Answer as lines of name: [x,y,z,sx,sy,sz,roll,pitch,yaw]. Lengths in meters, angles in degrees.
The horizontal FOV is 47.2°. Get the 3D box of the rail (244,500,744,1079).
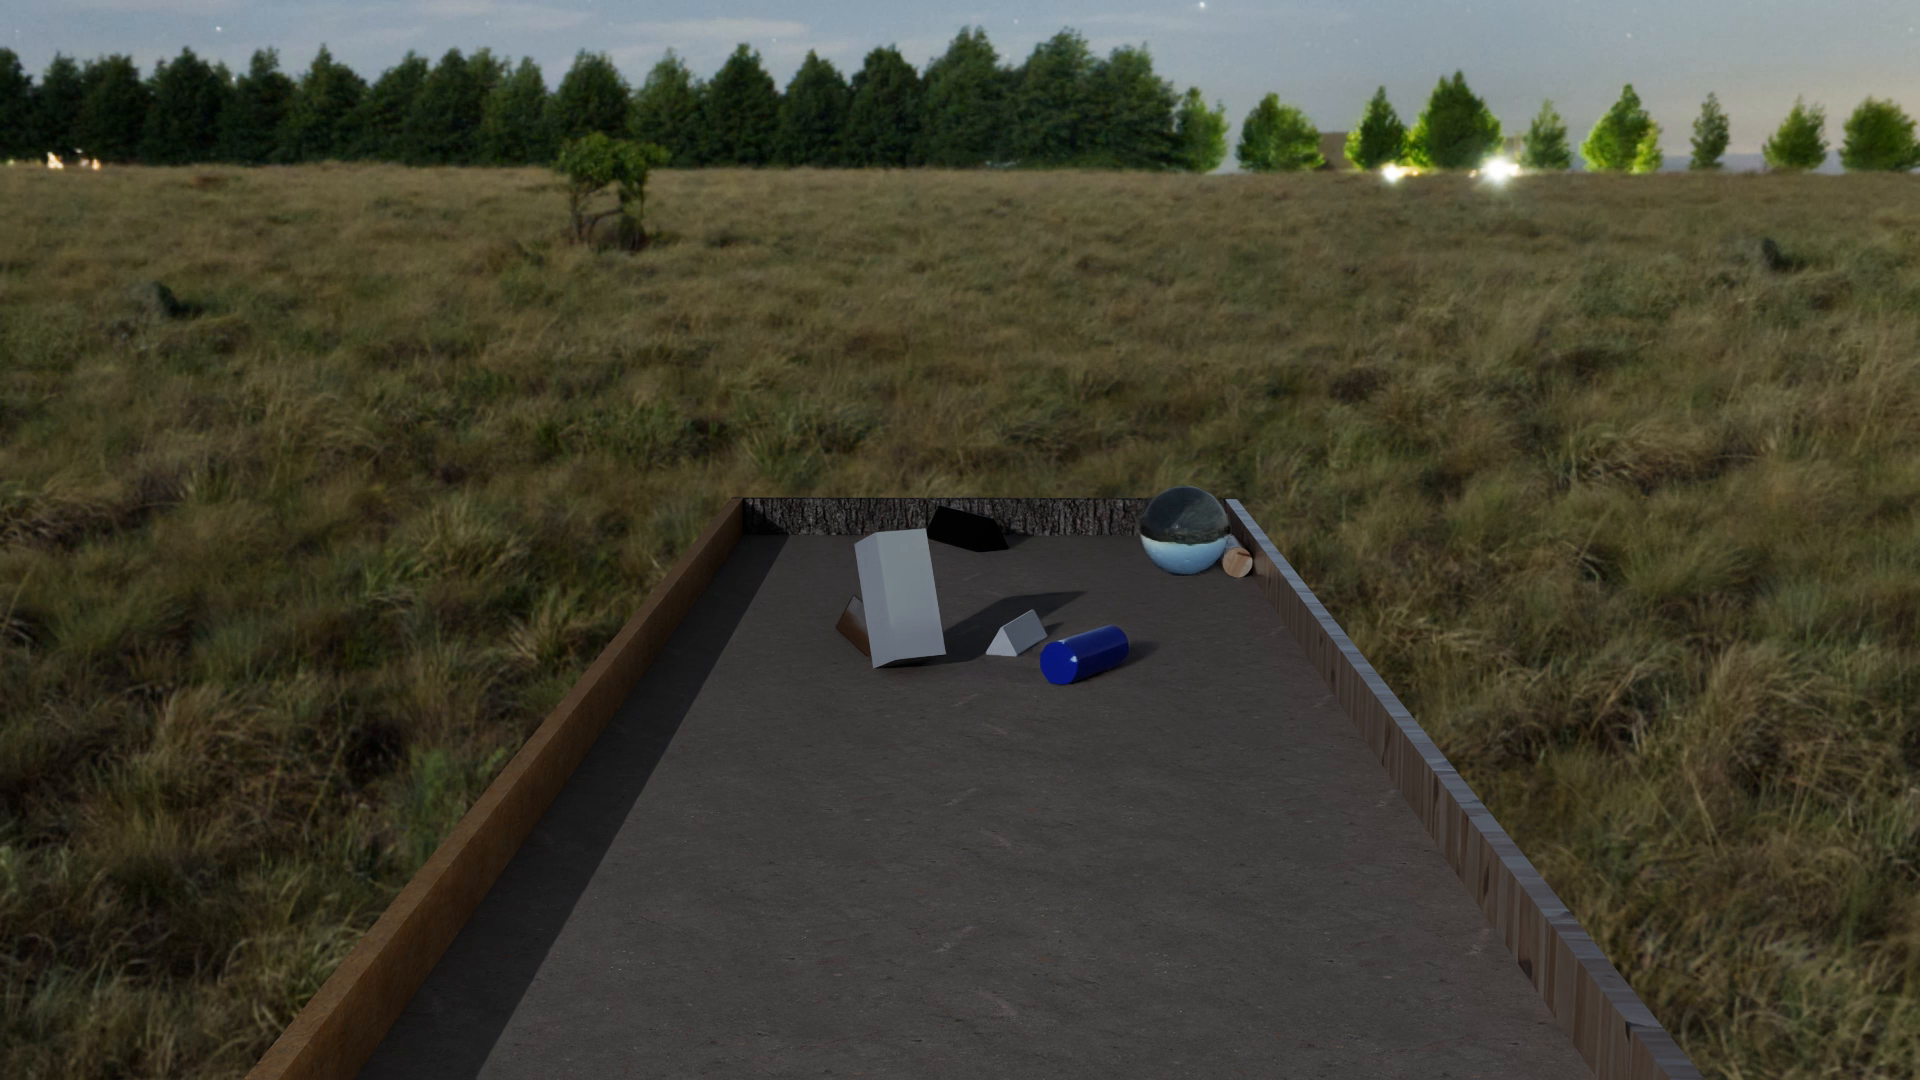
rail: [-1.004,0.839,3.234,0.050,0.150,12.000,0,9,1]

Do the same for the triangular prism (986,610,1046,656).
triangular prism: [0.181,0.287,6.906,0.100,0.086,0.314,4,10,19]

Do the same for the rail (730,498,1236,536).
rail: [0.099,-0.098,9.147,2.100,0.150,0.050,0,9,1]

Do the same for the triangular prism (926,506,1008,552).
triangular prism: [0.024,-0.052,8.904,0.148,0.128,0.429,-5,10,-30]

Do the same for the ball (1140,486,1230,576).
ball: [0.834,-0.035,8.169,0.333,0.333,0.333,0,9,0]

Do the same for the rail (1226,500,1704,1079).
rail: [1.046,0.843,3.208,0.050,0.150,12.000,0,9,1]

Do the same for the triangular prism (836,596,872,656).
triangular prism: [-0.287,0.265,6.971,0.125,0.108,0.444,-3,9,-15]

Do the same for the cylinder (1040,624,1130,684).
cylinder: [0.369,0.337,6.480,0.127,0.127,0.303,6,11,33]

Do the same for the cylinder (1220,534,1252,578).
cylinder: [1.030,0.059,8.284,0.111,0.111,0.311,0,9,1]

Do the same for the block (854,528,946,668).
block: [-0.180,0.175,6.575,0.165,0.383,0.165,-5,-10,-27]
